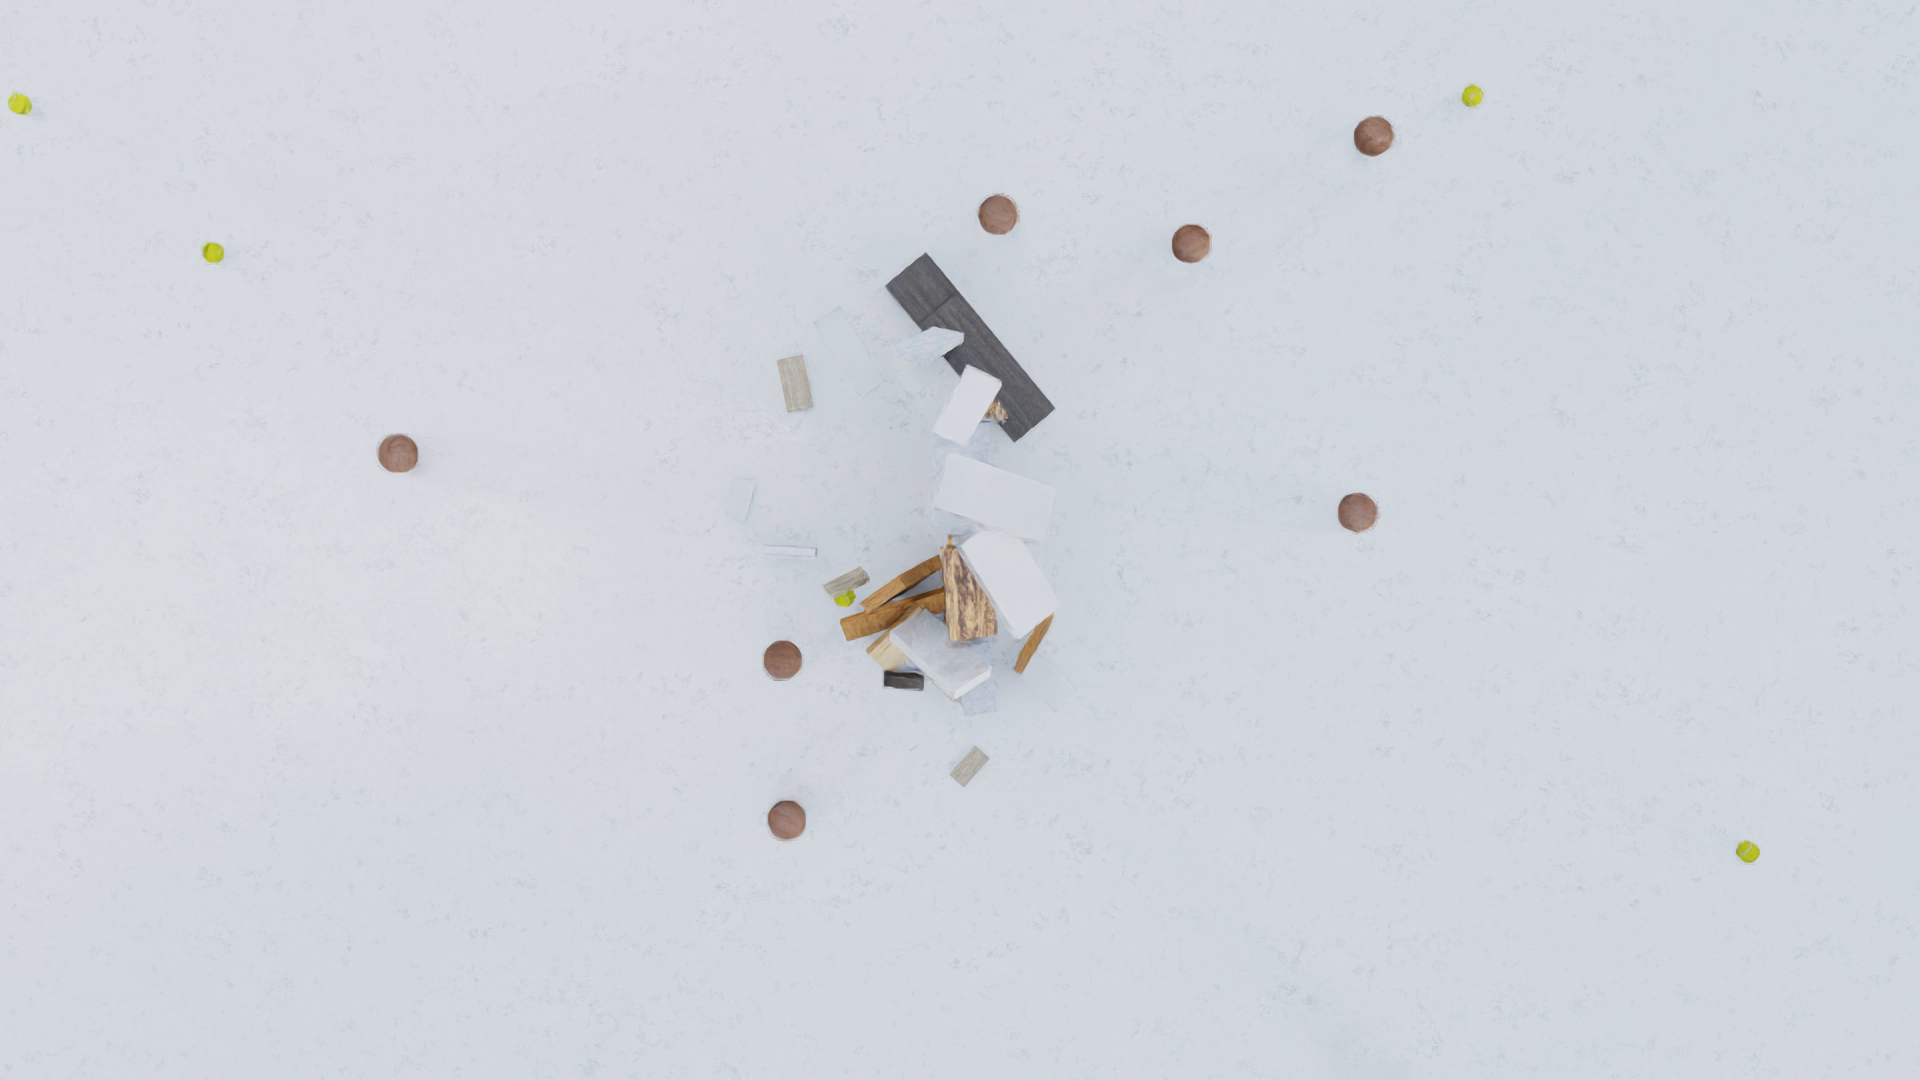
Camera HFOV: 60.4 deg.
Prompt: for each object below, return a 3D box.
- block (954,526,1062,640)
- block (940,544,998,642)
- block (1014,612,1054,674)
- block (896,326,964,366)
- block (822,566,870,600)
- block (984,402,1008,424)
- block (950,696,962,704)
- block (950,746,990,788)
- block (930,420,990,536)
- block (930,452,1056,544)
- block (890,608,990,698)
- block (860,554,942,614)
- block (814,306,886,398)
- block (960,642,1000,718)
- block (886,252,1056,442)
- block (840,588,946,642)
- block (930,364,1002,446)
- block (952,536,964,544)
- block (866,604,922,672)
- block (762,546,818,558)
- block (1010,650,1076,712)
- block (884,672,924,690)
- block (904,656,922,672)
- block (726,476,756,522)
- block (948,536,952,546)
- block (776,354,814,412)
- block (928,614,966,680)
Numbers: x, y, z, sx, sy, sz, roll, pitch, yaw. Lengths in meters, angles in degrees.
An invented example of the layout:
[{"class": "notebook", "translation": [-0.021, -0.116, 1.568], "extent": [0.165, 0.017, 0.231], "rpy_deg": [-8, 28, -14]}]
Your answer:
[{"class": "block", "translation": [0.148, 0.109, 5.063], "extent": [0.176, 0.050, 0.353], "rpy_deg": [-37, 106, -18]}, {"class": "block", "translation": [0.028, 0.158, 5.129], "extent": [0.152, 0.043, 0.303], "rpy_deg": [-8, 111, -8]}, {"class": "block", "translation": [0.243, 0.331, 5.403], "extent": [0.029, 0.104, 0.208], "rpy_deg": [28, 61, 9]}, {"class": "block", "translation": [-0.098, -0.628, 5.329], "extent": [0.115, 0.230, 0.033], "rpy_deg": [16, 122, 27]}, {"class": "block", "translation": [-0.357, 0.135, 5.193], "extent": [0.136, 0.068, 0.019], "rpy_deg": [-26, 126, -15]}, {"class": "block", "translation": [0.077, -0.411, 5.136], "extent": [0.115, 0.230, 0.033], "rpy_deg": [21, 89, 9]}, {"class": "block", "translation": [0.012, 0.480, 5.491], "extent": [0.065, 0.018, 0.130], "rpy_deg": [15, 90, 0]}, {"class": "block", "translation": [0.031, 0.754, 5.491], "extent": [0.065, 0.018, 0.130], "rpy_deg": [42, 90, 0]}, {"class": "block", "translation": [0.001, -0.192, 5.104], "extent": [0.176, 0.050, 0.353], "rpy_deg": [1, 98, 0]}, {"class": "block", "translation": [0.103, -0.125, 4.990], "extent": [0.353, 0.050, 0.176], "rpy_deg": [18, 77, -14]}, {"class": "block", "translation": [-0.063, 0.356, 5.186], "extent": [0.152, 0.043, 0.303], "rpy_deg": [-31, 58, -32]}, {"class": "block", "translation": [-0.176, 0.136, 5.265], "extent": [0.152, 0.444, 0.043], "rpy_deg": [-35, 88, 18]}, {"class": "block", "translation": [-0.366, -0.625, 5.485], "extent": [0.104, 0.029, 0.291], "rpy_deg": [-31, 90, 0]}, {"class": "block", "translation": [0.052, 0.464, 5.457], "extent": [0.115, 0.033, 0.229], "rpy_deg": [-9, 80, -4]}, {"class": "block", "translation": [0.034, -0.637, 5.475], "extent": [0.176, 0.050, 0.673], "rpy_deg": [-40, 90, 0]}, {"class": "block", "translation": [-0.066, 0.201, 5.461], "extent": [0.670, 0.025, 0.088], "rpy_deg": [-17, 133, 0]}, {"class": "block", "translation": [0.019, -0.403, 4.958], "extent": [0.115, 0.033, 0.230], "rpy_deg": [24, 114, -18]}, {"class": "block", "translation": [0.013, 0.051, 5.409], "extent": [0.084, 0.024, 0.167], "rpy_deg": [2, 123, -3]}, {"class": "block", "translation": [-0.188, 0.326, 5.450], "extent": [0.229, 0.033, 0.115], "rpy_deg": [-43, 120, 4]}, {"class": "block", "translation": [-0.563, 0.038, 5.456], "extent": [0.176, 0.088, 0.025], "rpy_deg": [4, 88, 0]}, {"class": "block", "translation": [0.280, 0.463, 5.485], "extent": [0.208, 0.029, 0.104], "rpy_deg": [44, 90, 0]}, {"class": "block", "translation": [-0.186, 0.466, 5.467], "extent": [0.136, 0.068, 0.019], "rpy_deg": [4, 53, 0]}, {"class": "block", "translation": [-0.125, 0.371, 5.463], "extent": [0.065, 0.018, 0.130], "rpy_deg": [25, 104, -28]}, {"class": "block", "translation": [-0.729, -0.137, 5.490], "extent": [0.068, 0.019, 0.136], "rpy_deg": [16, 90, 0]}, {"class": "block", "translation": [0.001, 0.061, 5.444], "extent": [0.084, 0.024, 0.167], "rpy_deg": [0, 123, -1]}, {"class": "block", "translation": [-0.549, -0.521, 5.488], "extent": [0.088, 0.025, 0.176], "rpy_deg": [-12, 90, 0]}, {"class": "block", "translation": [-0.034, 0.361, 5.443], "extent": [0.033, 0.115, 0.230], "rpy_deg": [15, 90, -34]}]
